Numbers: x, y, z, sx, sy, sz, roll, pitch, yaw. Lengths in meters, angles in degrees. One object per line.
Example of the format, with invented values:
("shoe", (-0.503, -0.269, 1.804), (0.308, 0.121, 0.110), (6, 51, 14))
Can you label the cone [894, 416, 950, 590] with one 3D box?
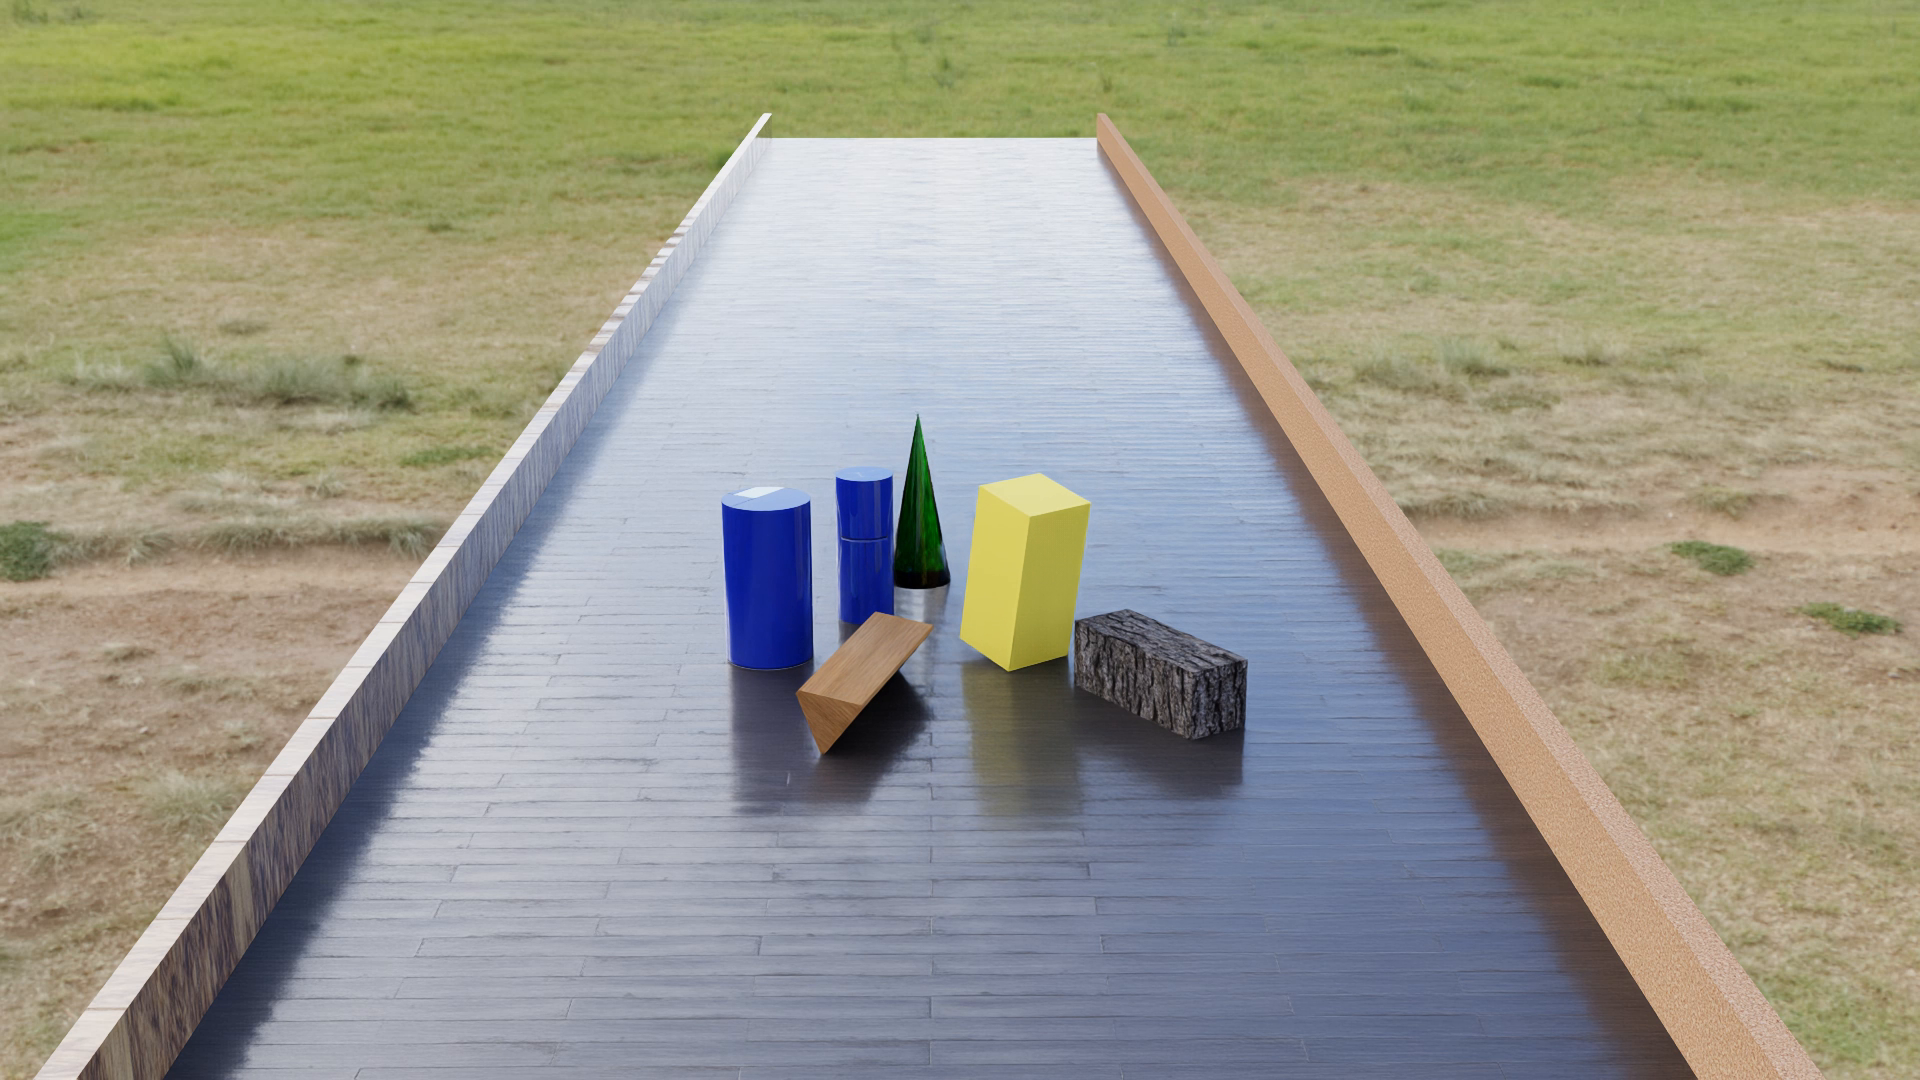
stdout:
("cone", (-0.092, -0.097, 4.875), (0.144, 0.387, 0.144), (0, 17, 0))

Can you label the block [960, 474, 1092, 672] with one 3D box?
("block", (0.128, 0.063, 4.381), (0.157, 0.338, 0.157), (-13, 31, -37))

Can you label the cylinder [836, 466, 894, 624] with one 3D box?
("cylinder", (-0.201, 0.011, 4.643), (0.121, 0.312, 0.121), (0, 17, 0))

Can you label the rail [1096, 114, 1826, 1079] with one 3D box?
("rail", (0.932, -0.844, 7.801), (0.050, 0.150, 12.000), (0, 17, -1))

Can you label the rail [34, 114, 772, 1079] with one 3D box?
("rail", (-1.118, -0.838, 7.780), (0.050, 0.150, 12.000), (0, 17, -1))

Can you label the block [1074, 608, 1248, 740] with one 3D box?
("block", (0.374, 0.250, 4.158), (0.131, 0.131, 0.354), (-11, 20, -32))

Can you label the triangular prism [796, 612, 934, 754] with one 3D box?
("triangular prism", (-0.190, 0.242, 4.127), (0.108, 0.124, 0.458), (41, 22, 1))

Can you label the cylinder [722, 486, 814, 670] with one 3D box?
("cylinder", (-0.384, 0.076, 4.396), (0.177, 0.329, 0.177), (0, 17, 0))
